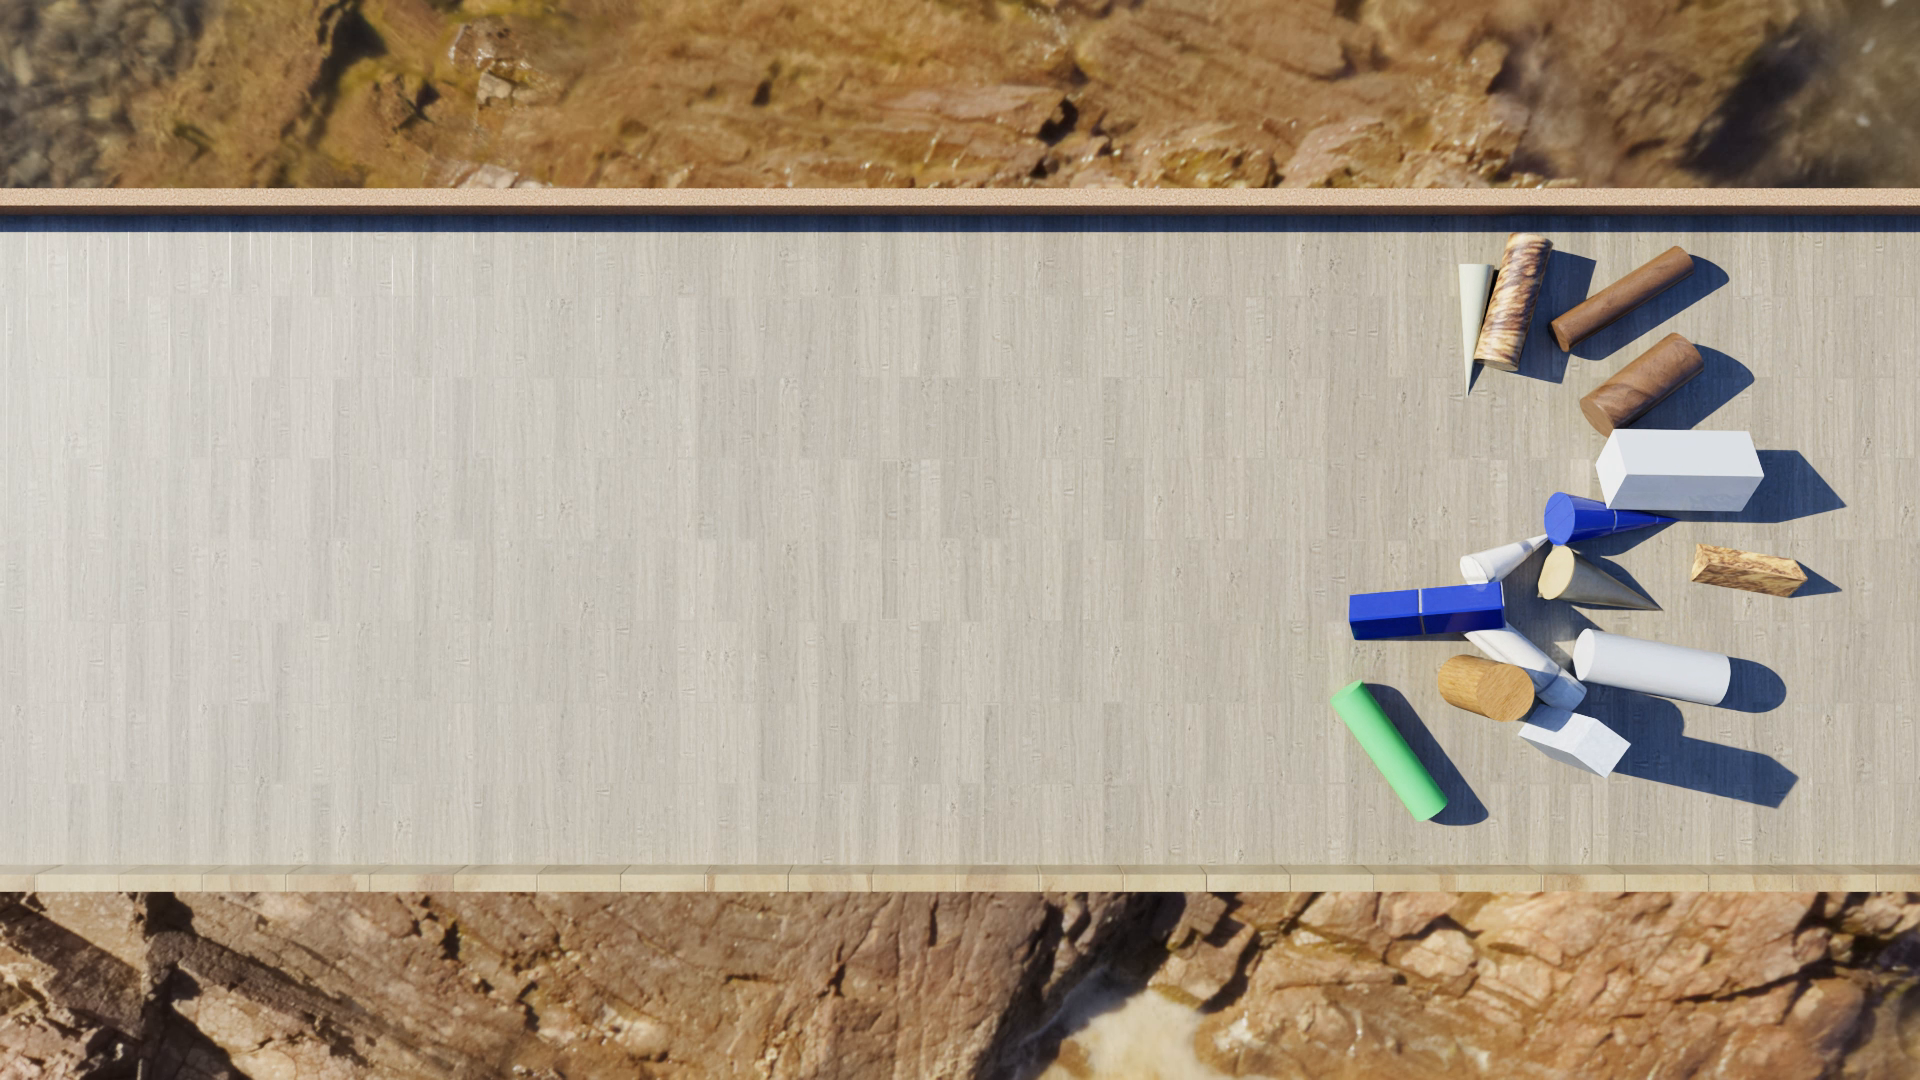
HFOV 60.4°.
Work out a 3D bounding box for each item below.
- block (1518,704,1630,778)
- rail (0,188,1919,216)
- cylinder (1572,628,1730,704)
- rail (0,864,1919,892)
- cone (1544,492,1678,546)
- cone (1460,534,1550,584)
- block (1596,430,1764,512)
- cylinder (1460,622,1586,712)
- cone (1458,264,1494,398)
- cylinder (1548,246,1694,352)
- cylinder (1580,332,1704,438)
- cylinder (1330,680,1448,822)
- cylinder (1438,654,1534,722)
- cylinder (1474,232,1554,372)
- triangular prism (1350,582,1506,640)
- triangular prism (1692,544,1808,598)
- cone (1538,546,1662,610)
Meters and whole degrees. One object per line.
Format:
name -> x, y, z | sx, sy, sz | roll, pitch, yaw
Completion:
block -> 1.800, 0.586, 4.853 | 0.119, 0.447, 0.119 | 36, 90, 0
rail -> -2.247, -1.025, 5.002 | 12.000, 0.150, 0.050 | 0, 90, 0
cylinder -> 2.091, 0.384, 4.996 | 0.412, 0.160, 0.160 | 10, 90, 0
rail -> -2.247, 1.025, 5.001 | 12.000, 0.150, 0.050 | 0, 90, 0
cone -> 2.017, -0.063, 5.036 | 0.415, 0.163, 0.163 | 0, 90, -11
cone -> 1.702, 0.040, 5.044 | 0.316, 0.132, 0.132 | -26, 90, -12
block -> 2.157, -0.209, 4.957 | 0.404, 0.171, 0.171 | 1, 54, 0
cylinder -> 1.715, 0.366, 5.020 | 0.391, 0.114, 0.114 | 40, 90, 0
cone -> 1.567, -0.636, 5.050 | 0.107, 0.107, 0.408 | 2, 98, 0
cylinder -> 2.012, -0.735, 5.024 | 0.446, 0.104, 0.104 | -32, 90, 0
cylinder -> 2.066, -0.468, 5.001 | 0.335, 0.152, 0.152 | -36, 90, 0
cylinder -> 1.306, 0.641, 5.019 | 0.115, 0.115, 0.446 | -36, 90, 0
cylinder -> 1.553, 0.435, 4.887 | 0.166, 0.379, 0.166 | 0, 90, 0
cylinder -> 1.681, -0.722, 5.010 | 0.134, 0.134, 0.394 | 16, 90, 0
triangular prism -> 1.399, 0.217, 4.949 | 0.446, 0.117, 0.136 | -6, 90, 18
triangular prism -> 2.407, 0.094, 5.023 | 0.301, 0.101, 0.116 | 10, 90, 0
cone -> 1.987, 0.159, 5.035 | 0.394, 0.168, 0.168 | 18, 90, -12
